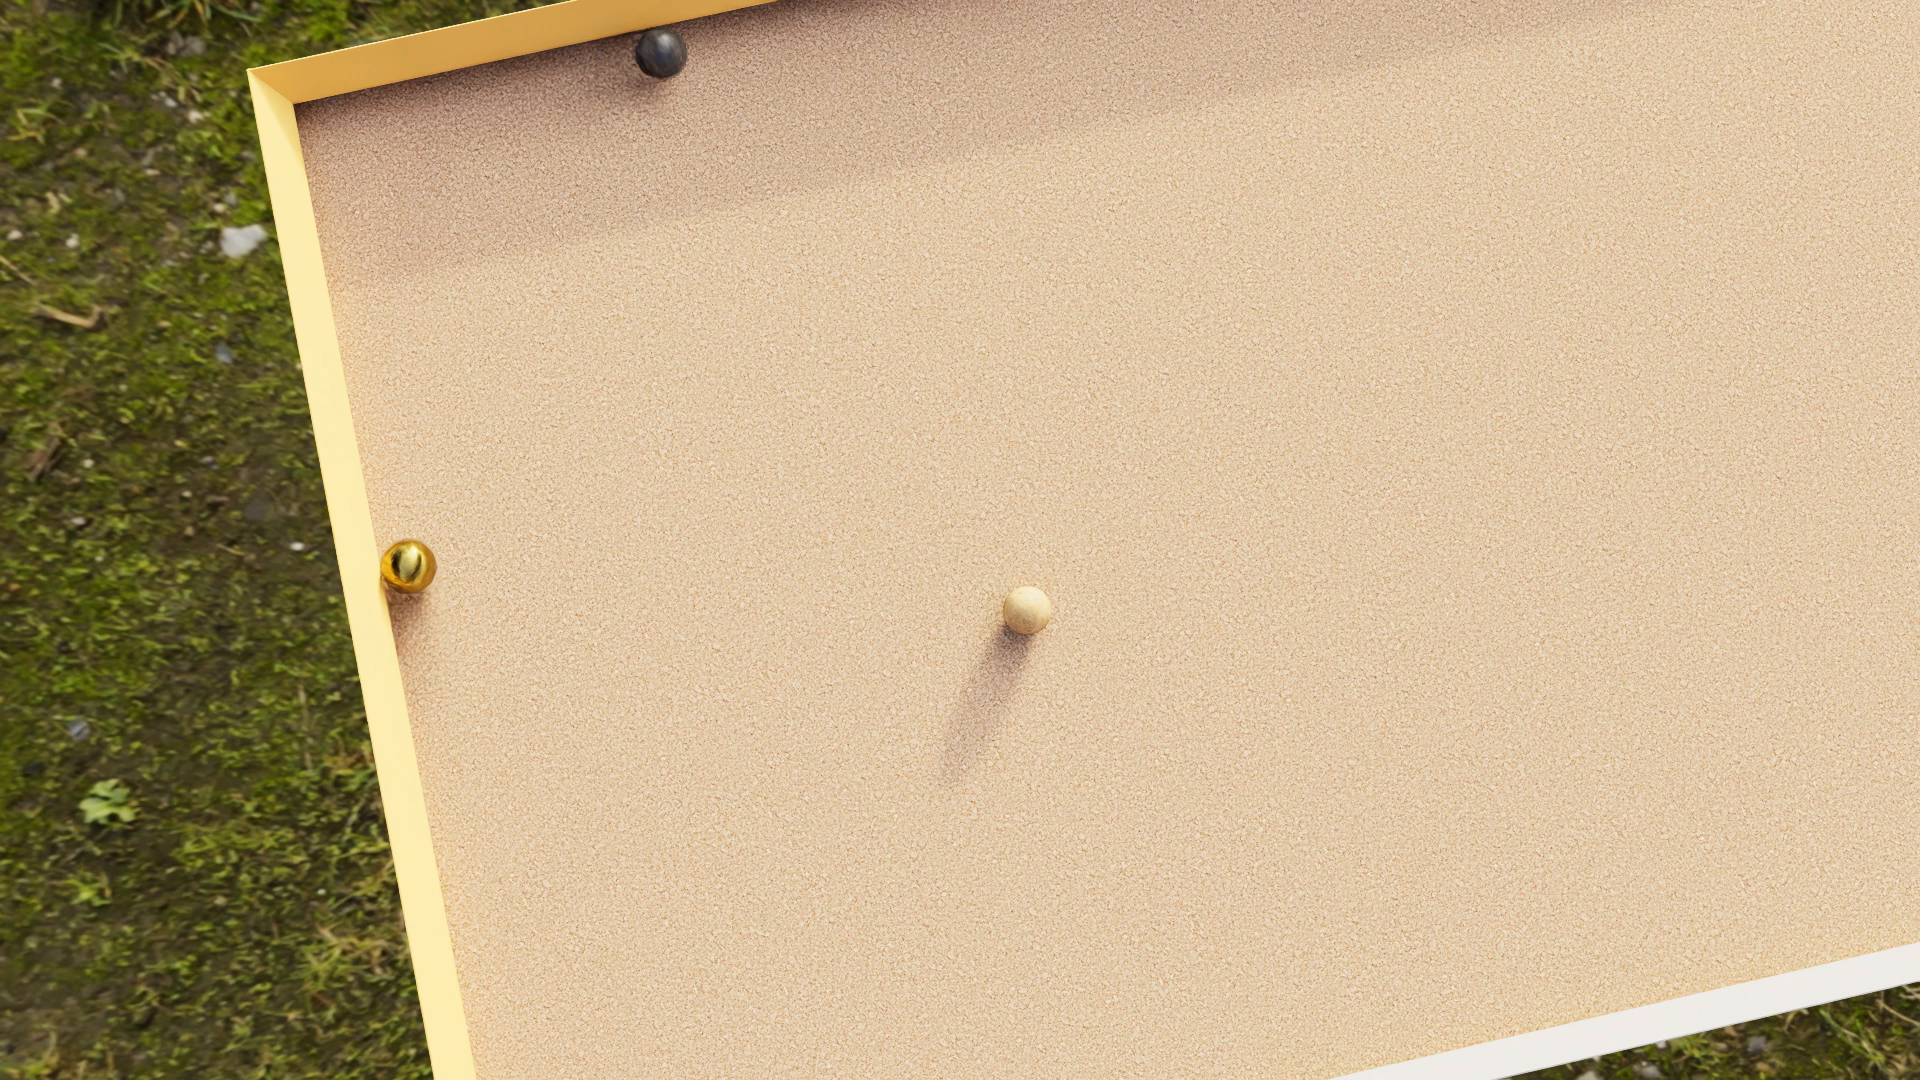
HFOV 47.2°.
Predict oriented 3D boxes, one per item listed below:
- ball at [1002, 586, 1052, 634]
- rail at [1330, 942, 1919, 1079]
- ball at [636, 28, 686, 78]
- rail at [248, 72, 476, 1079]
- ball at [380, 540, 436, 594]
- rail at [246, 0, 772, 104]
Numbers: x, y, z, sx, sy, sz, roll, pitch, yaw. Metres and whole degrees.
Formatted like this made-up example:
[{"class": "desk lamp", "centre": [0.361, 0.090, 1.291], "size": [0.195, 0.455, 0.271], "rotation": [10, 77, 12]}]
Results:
[{"class": "ball", "centre": [0.099, 0.104, 3.252], "size": [0.072, 0.072, 0.072], "rotation": [0, 82, 0]}, {"class": "rail", "centre": [1.066, 0.672, 3.151], "size": [3.562, 0.105, 0.045], "rotation": [-13, 82, -2]}, {"class": "ball", "centre": [-0.460, -0.746, 3.375], "size": [0.076, 0.076, 0.076], "rotation": [0, 82, 0]}, {"class": "rail", "centre": [-0.846, 0.186, 3.223], "size": [0.045, 0.105, 1.845], "rotation": [-13, 82, -2]}, {"class": "ball", "centre": [-0.816, 0.040, 3.257], "size": [0.081, 0.081, 0.081], "rotation": [0, 82, 0]}, {"class": "rail", "centre": [0.671, -1.063, 3.406], "size": [3.562, 0.105, 0.045], "rotation": [-13, 82, -2]}]
